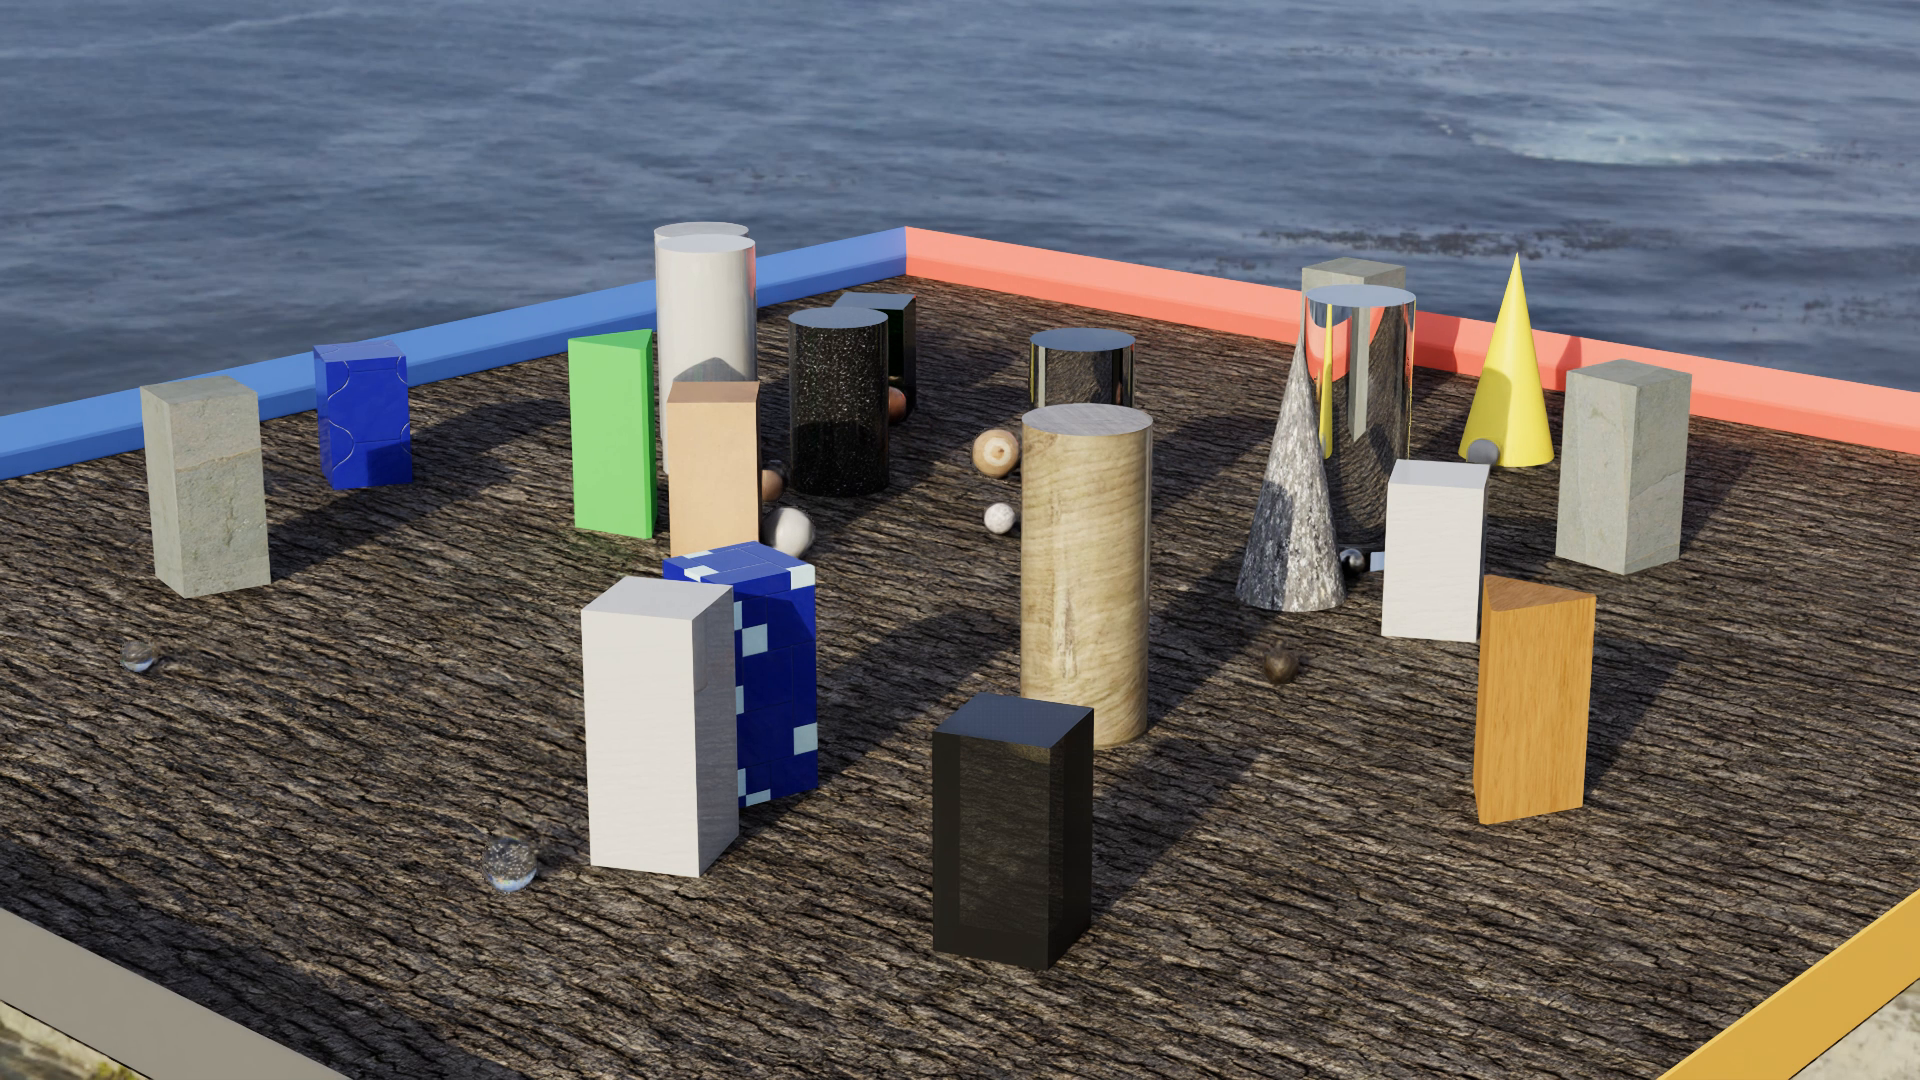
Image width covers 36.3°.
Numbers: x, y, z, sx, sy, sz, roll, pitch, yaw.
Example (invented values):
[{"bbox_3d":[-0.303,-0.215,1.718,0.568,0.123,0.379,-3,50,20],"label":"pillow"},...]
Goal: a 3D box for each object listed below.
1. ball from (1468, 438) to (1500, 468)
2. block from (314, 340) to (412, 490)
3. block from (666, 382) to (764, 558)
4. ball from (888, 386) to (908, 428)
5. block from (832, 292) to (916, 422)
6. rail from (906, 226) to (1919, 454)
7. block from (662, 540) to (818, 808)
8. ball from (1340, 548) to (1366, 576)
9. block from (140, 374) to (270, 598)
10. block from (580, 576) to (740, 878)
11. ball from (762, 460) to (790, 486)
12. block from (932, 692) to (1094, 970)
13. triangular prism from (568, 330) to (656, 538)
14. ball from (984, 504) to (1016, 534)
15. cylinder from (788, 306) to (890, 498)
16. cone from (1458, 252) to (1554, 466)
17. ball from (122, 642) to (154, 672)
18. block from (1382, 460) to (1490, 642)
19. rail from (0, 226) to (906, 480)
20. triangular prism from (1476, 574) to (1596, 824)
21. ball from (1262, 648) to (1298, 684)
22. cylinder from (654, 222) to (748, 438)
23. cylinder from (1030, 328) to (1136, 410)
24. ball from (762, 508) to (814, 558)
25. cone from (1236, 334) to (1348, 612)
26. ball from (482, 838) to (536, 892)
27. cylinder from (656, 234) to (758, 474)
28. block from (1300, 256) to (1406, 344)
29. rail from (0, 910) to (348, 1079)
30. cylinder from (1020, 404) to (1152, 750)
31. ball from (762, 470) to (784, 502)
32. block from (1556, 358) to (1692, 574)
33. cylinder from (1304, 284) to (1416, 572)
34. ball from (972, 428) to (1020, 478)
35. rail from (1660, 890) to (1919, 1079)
[{"bbox_3d":[1.056,-0.173,5.912,0.064,0.064,0.064,0,17,0],"label":"ball"},{"bbox_3d":[-1.188,-0.251,5.834,0.156,0.258,0.156,-6,18,-20],"label":"block"},{"bbox_3d":[-0.438,-0.111,5.266,0.156,0.318,0.156,0,17,-1],"label":"block"},{"bbox_3d":[-0.156,-0.284,6.239,0.088,0.088,0.088,0,17,0],"label":"ball"},{"bbox_3d":[-0.186,-0.397,6.340,0.156,0.246,0.156,3,17,9],"label":"block"},{"bbox_3d":[1.294,-0.399,6.547,3.852,0.127,0.045,14,22,39],"label":"rail"},{"bbox_3d":[-0.316,0.193,4.225,0.156,0.337,0.156,-12,21,-35],"label":"block"},{"bbox_3d":[0.698,0.040,5.229,0.050,0.050,0.050,0,17,0],"label":"ball"},{"bbox_3d":[-1.328,-0.096,5.163,0.156,0.349,0.156,-11,20,-31],"label":"block"},{"bbox_3d":[-0.405,0.252,3.983,0.156,0.364,0.156,5,17,15],"label":"block"},{"bbox_3d":[-0.364,-0.127,5.768,0.059,0.059,0.059,0,17,0],"label":"ball"},{"bbox_3d":[0.068,0.367,3.718,0.156,0.297,0.156,7,18,22],"label":"block"},{"bbox_3d":[-0.618,-0.206,5.507,0.169,0.361,0.147,9,19,27],"label":"triangular prism"},{"bbox_3d":[0.075,-0.039,5.479,0.058,0.058,0.058,0,17,0],"label":"ball"},{"bbox_3d":[-0.238,-0.273,5.768,0.195,0.338,0.195,0,17,0],"label":"cylinder"},{"bbox_3d":[1.124,-0.379,5.975,0.195,0.422,0.195,0,17,0],"label":"cone"},{"bbox_3d":[-1.330,0.188,4.739,0.050,0.050,0.050,0,17,0],"label":"ball"},{"bbox_3d":[0.801,0.017,4.935,0.156,0.265,0.156,4,17,13],"label":"block"},{"bbox_3d":[-1.436,-0.328,6.314,0.045,0.127,3.996,14,22,39],"label":"rail"},{"bbox_3d":[0.783,0.219,4.176,0.169,0.315,0.147,-7,18,-23],"label":"triangular prism"},{"bbox_3d":[0.512,0.201,4.686,0.057,0.057,0.057,0,17,0],"label":"ball"},{"bbox_3d":[-0.534,-0.431,6.121,0.195,0.437,0.195,0,17,0],"label":"cylinder"},{"bbox_3d":[0.226,-0.193,5.451,0.195,0.368,0.195,0,17,0],"label":"cylinder"},{"bbox_3d":[-0.313,-0.011,5.322,0.095,0.095,0.095,0,17,0],"label":"ball"},{"bbox_3d":[0.580,-0.132,5.066,0.195,0.475,0.195,0,17,0],"label":"cone"},{"bbox_3d":[-0.598,0.431,3.895,0.071,0.071,0.071,0,17,0],"label":"ball"},{"bbox_3d":[-0.503,-0.367,5.869,0.195,0.460,0.195,0,17,0],"label":"cylinder"},{"bbox_3d":[0.835,-0.418,6.257,0.156,0.334,0.156,15,22,40],"label":"block"},{"bbox_3d":[-1.294,0.462,3.693,3.852,0.127,0.045,14,22,39],"label":"rail"},{"bbox_3d":[0.189,0.054,4.426,0.195,0.487,0.195,0,17,0],"label":"cylinder"},{"bbox_3d":[-0.373,-0.105,5.690,0.062,0.062,0.062,0,17,0],"label":"ball"},{"bbox_3d":[1.198,-0.134,5.296,0.156,0.346,0.156,-13,21,-37],"label":"block"},{"bbox_3d":[0.712,-0.203,5.283,0.195,0.484,0.195,0,17,0],"label":"cylinder"},{"bbox_3d":[0.072,-0.173,5.853,0.098,0.098,0.098,0,17,0],"label":"ball"},{"bbox_3d":[1.436,0.392,3.926,0.045,0.127,3.996,14,22,39],"label":"rail"}]
